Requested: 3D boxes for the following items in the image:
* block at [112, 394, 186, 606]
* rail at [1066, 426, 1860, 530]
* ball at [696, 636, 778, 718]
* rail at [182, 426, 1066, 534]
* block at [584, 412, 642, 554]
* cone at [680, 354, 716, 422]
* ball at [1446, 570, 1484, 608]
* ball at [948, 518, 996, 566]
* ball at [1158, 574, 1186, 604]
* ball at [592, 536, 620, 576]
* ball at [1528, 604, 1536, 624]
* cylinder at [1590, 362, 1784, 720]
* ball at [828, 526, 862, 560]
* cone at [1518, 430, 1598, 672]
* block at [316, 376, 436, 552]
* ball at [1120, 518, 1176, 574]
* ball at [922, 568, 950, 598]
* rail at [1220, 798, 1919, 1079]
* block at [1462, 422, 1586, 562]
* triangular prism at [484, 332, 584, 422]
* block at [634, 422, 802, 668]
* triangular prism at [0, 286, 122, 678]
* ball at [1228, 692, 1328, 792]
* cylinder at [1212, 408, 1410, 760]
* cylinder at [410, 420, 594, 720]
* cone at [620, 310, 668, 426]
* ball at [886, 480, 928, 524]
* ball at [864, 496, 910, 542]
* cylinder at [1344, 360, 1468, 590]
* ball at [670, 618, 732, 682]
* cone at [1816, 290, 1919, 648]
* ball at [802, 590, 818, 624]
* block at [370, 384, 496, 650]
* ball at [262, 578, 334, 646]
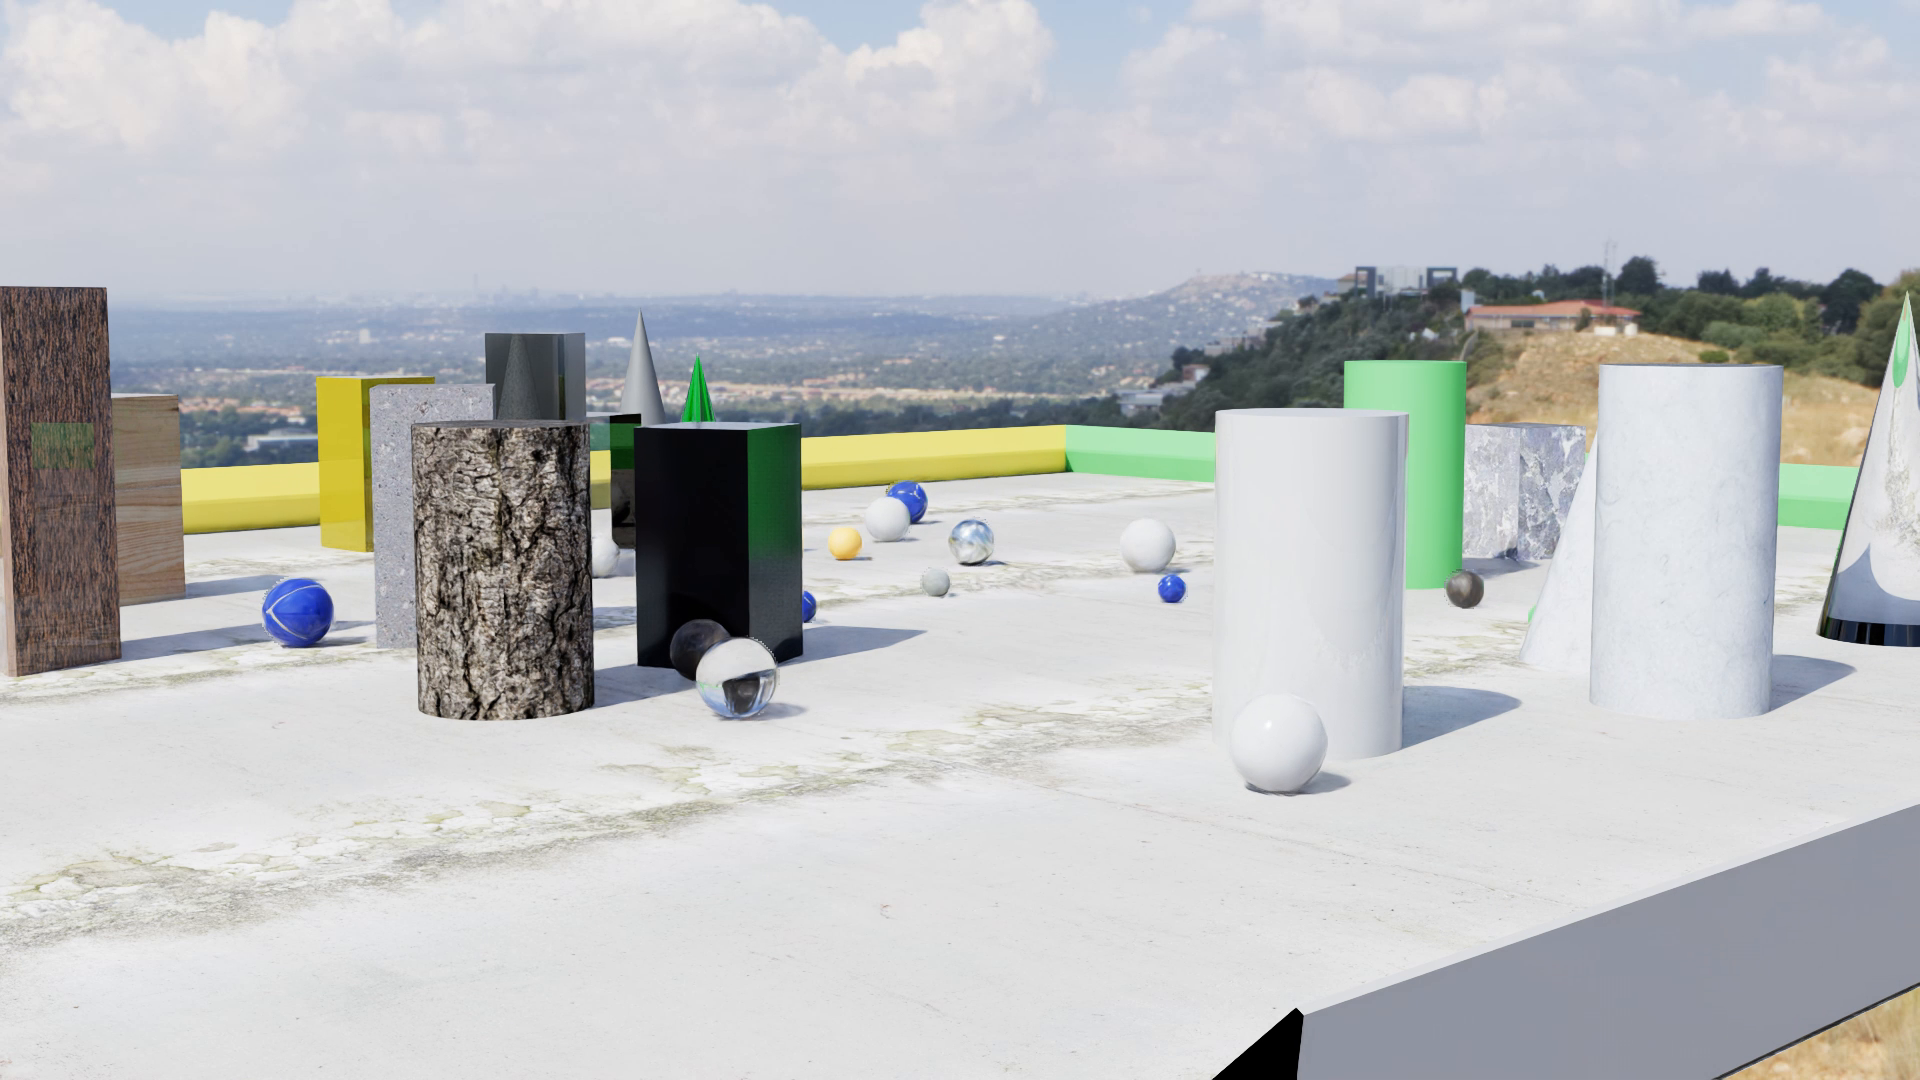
[{"bbox_3d":[-1.309,-0.064,3.369,0.156,0.314,0.156,3,7,29],"label":"block"},{"bbox_3d":[1.510,-0.112,4.718,0.045,0.127,3.649,-5,8,-42],"label":"rail"},{"bbox_3d":[-0.244,0.150,2.404,0.089,0.089,0.089,0,6,0],"label":"ball"},{"bbox_3d":[-1.221,-0.105,4.648,4.157,0.127,0.045,-5,8,-42],"label":"rail"},{"bbox_3d":[-0.693,-0.104,4.036,0.156,0.254,0.156,3,7,28],"label":"block"},{"bbox_3d":[-0.457,-0.143,3.849,0.195,0.371,0.195,0,6,0],"label":"cone"},{"bbox_3d":[0.755,0.074,3.287,0.057,0.057,0.057,0,6,0],"label":"ball"},{"bbox_3d":[0.021,0.004,3.841,0.081,0.081,0.081,0,6,0],"label":"ball"},{"bbox_3d":[0.322,0.074,3.347,0.044,0.044,0.044,0,6,0],"label":"ball"},{"bbox_3d":[-0.603,0.027,3.675,0.069,0.069,0.069,0,6,0],"label":"ball"},{"bbox_3d":[0.806,0.108,3.036,0.042,0.042,0.042,0,6,0],"label":"ball"},{"bbox_3d":[0.814,-0.004,2.470,0.195,0.383,0.195,0,6,0],"label":"cylinder"},{"bbox_3d":[-0.205,0.006,3.912,0.062,0.062,0.062,0,6,0],"label":"ball"},{"bbox_3d":[0.811,-0.007,2.783,0.195,0.323,0.195,0,6,0],"label":"cone"},{"bbox_3d":[-1.094,-0.147,4.133,0.156,0.320,0.156,6,8,43],"label":"block"},{"bbox_3d":[0.317,0.009,3.720,0.096,0.096,0.096,0,6,0],"label":"ball"},{"bbox_3d":[-0.036,0.066,3.419,0.044,0.044,0.044,0,6,0],"label":"ball"},{"bbox_3d":[1.221,0.171,2.016,4.157,0.127,0.045,-5,8,-42],"label":"rail"},{"bbox_3d":[1.020,-0.091,3.997,0.156,0.236,0.156,-3,7,-29],"label":"block"},{"bbox_3d":[-0.681,-0.145,3.701,0.169,0.406,0.147,4,7,32],"label":"triangular prism"},{"bbox_3d":[-0.304,0.004,2.786,0.156,0.299,0.156,2,6,20],"label":"block"},{"bbox_3d":[-1.137,-0.080,2.758,0.147,0.473,0.169,-4,7,-33],"label":"triangular prism"},{"bbox_3d":[0.294,0.187,2.040,0.092,0.092,0.092,0,6,0],"label":"ball"},{"bbox_3d":[0.358,0.039,2.257,0.195,0.340,0.195,0,6,0],"label":"cylinder"},{"bbox_3d":[-0.512,0.028,2.470,0.195,0.318,0.195,0,6,0],"label":"cylinder"},{"bbox_3d":[-0.634,-0.238,4.379,0.195,0.451,0.195,0,6,0],"label":"cone"},{"bbox_3d":[-0.111,-0.078,4.580,0.090,0.090,0.090,0,6,0],"label":"ball"},{"bbox_3d":[-0.139,-0.039,4.221,0.088,0.088,0.088,0,6,0],"label":"ball"},{"bbox_3d":[0.724,-0.111,3.592,0.195,0.360,0.195,0,6,0],"label":"cylinder"},{"bbox_3d":[-0.309,0.132,2.636,0.077,0.077,0.077,0,6,0],"label":"ball"},{"bbox_3d":[1.274,-0.103,2.981,0.195,0.472,0.195,0,6,0],"label":"cone"},{"bbox_3d":[-0.227,0.095,3.125,0.049,0.049,0.049,0,6,0],"label":"ball"},{"bbox_3d":[-0.705,-0.036,2.967,0.156,0.342,0.156,-1,6,-10],"label":"block"},{"bbox_3d":[-0.876,0.096,2.912,0.092,0.092,0.092,0,6,0],"label":"ball"}]
